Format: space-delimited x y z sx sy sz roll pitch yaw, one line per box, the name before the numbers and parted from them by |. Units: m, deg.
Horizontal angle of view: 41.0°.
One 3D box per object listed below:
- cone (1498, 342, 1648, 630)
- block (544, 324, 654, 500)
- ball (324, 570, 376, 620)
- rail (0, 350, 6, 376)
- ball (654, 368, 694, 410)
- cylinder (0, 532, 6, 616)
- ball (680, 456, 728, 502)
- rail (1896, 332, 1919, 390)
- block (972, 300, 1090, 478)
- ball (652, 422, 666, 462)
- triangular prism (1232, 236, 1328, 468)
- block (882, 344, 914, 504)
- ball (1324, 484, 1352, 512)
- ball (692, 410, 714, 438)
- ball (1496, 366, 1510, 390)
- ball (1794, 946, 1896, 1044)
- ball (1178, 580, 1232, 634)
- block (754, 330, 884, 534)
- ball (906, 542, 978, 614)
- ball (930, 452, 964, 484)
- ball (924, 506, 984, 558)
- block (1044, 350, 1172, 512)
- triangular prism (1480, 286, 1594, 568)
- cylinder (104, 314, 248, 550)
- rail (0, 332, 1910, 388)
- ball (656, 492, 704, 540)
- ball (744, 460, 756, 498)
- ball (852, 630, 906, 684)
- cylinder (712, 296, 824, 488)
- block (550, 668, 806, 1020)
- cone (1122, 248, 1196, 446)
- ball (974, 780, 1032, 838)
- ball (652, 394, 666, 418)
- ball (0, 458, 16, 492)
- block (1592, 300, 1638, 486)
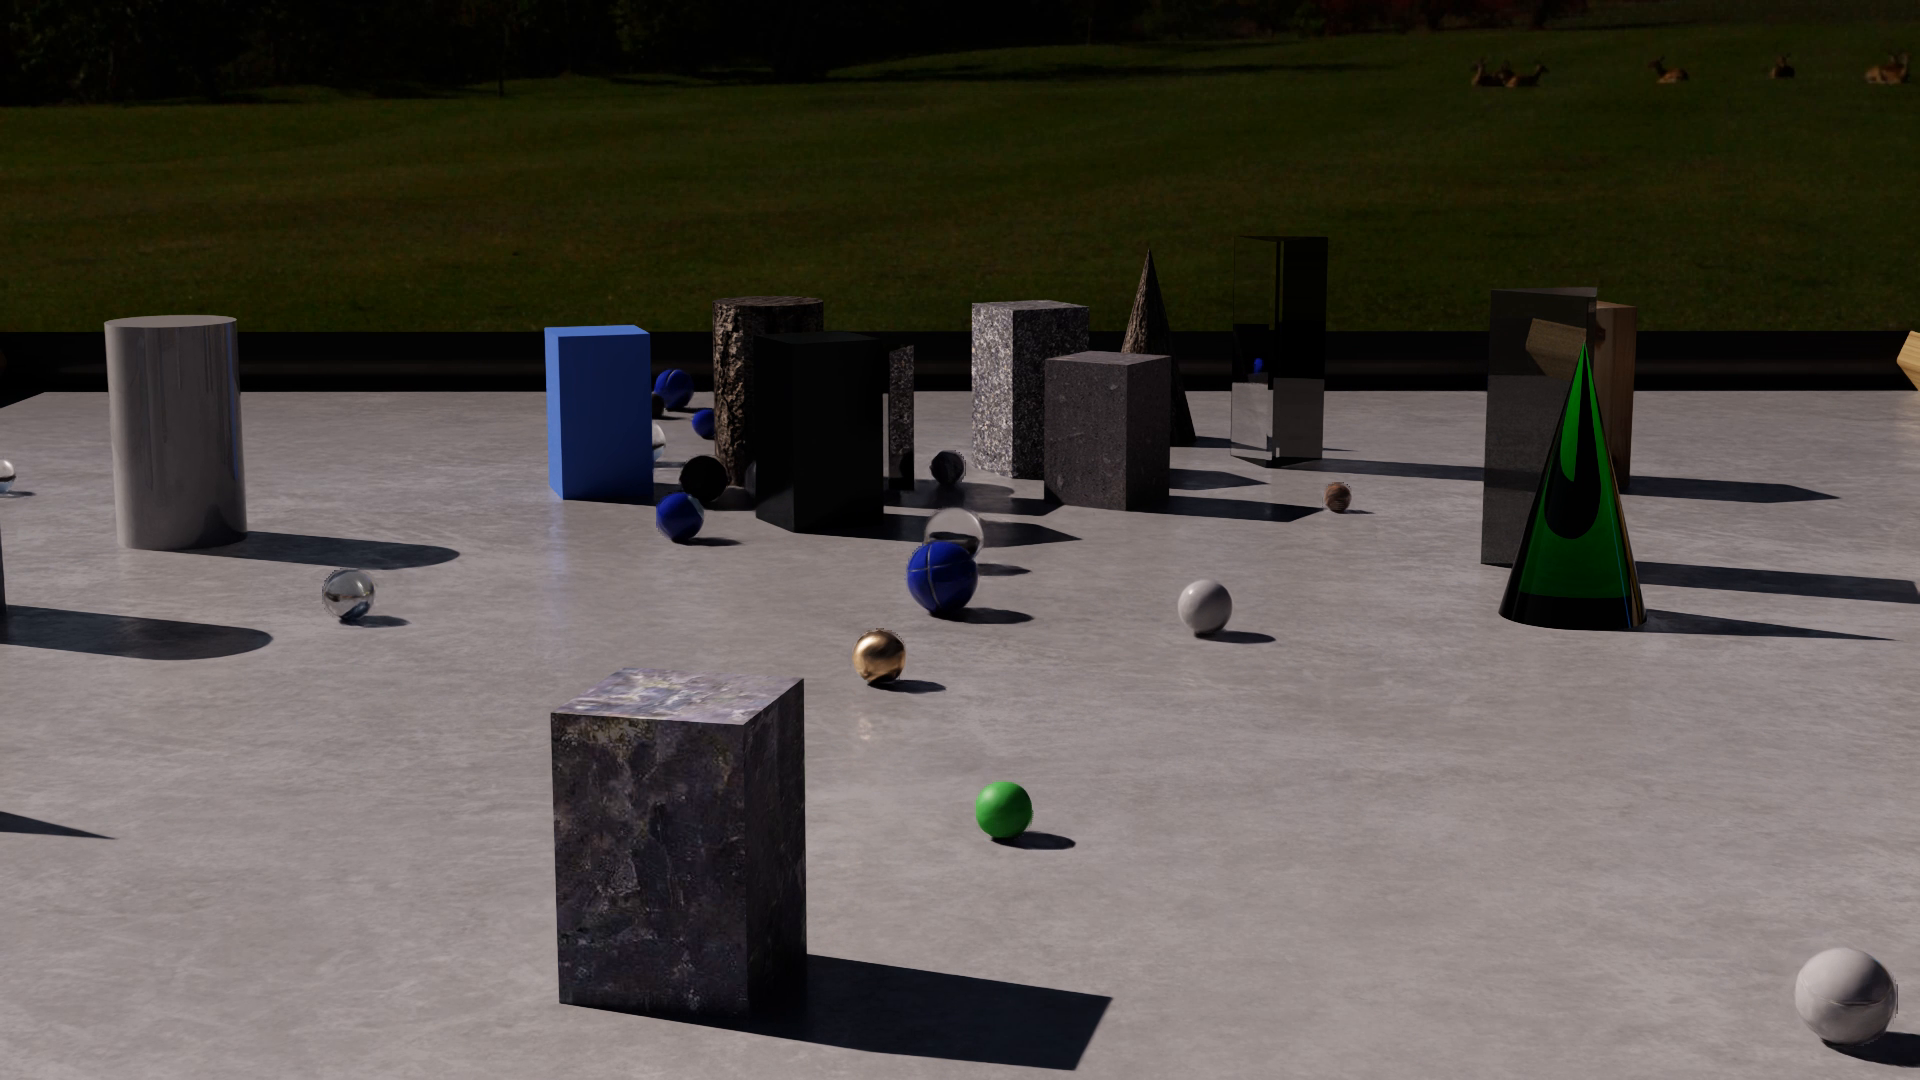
cone | 0.820 -0.081 3.402 0.194 0.369 0.194 0 11 0
block | -0.621 -0.222 4.414 0.156 0.277 0.156 -3 11 -17
ball | -0.810 0.072 3.403 0.067 0.067 0.067 0 11 0
rail | -2.156 0.035 3.437 0.045 0.126 4.862 0 11 0
ball | -0.610 -0.322 5.476 0.086 0.086 0.086 0 11 0
cylinder | -1.379 -0.086 3.396 0.194 0.381 0.194 0 11 0
ball | -0.431 -0.103 4.316 0.078 0.078 0.078 0 11 0
rail | 2.156 0.030 3.461 0.045 0.126 4.862 0 11 0
block | 0.126 -0.275 4.640 0.156 0.299 0.156 -5 12 -27
ball | -0.582 -0.180 4.728 0.080 0.080 0.080 0 11 0
triangular prism | 0.566 -0.353 4.750 0.146 0.412 0.168 9 14 41
block | -0.179 -0.201 4.366 0.156 0.253 0.156 4 11 20
ball | 0.623 -0.070 4.229 0.044 0.044 0.044 0 11 0
ball | -0.502 -0.230 5.067 0.054 0.054 0.054 0 11 0
ball | 1.239 -0.366 5.796 0.056 0.056 0.056 0 11 0
ball | 0.666 0.343 1.930 0.073 0.073 0.073 0 11 0
ball | 0.317 0.087 3.313 0.071 0.071 0.071 0 11 0
block | -0.227 -0.176 4.110 0.156 0.298 0.156 -5 12 -27
ball | -0.024 0.050 3.442 0.097 0.097 0.097 0 11 0
ball | -0.023 -0.126 4.498 0.058 0.058 0.058 0 11 0
ball | -0.009 -0.004 3.757 0.088 0.088 0.088 0 11 0
block | 0.248 -0.186 4.313 0.156 0.242 0.156 7 12 31
triangular prism | 0.880 -0.163 3.747 0.168 0.404 0.146 10 15 44
cylinder | -1.207 -0.168 3.954 0.194 0.339 0.194 0 11 0
rail | -0.014 -0.407 5.816 4.359 0.126 0.045 0 11 0
ball | -0.432 -0.037 3.970 0.074 0.074 0.074 0 11 0
ball | -0.321 -0.102 4.304 0.081 0.081 0.081 0 11 0
ball | -0.096 0.139 3.051 0.064 0.064 0.064 0 11 0
cylinder | -0.337 -0.264 4.531 0.194 0.316 0.194 0 11 0
block | -0.221 0.238 2.050 0.156 0.235 0.156 3 11 13
cone | 0.367 -0.384 5.009 0.194 0.378 0.194 0 11 0
ball | 0.041 0.257 2.442 0.055 0.055 0.055 0 11 0
ball | -0.640 -0.280 5.348 0.050 0.050 0.050 0 11 0
ball | -1.654 -0.111 4.406 0.060 0.060 0.060 0 11 0
block | 1.072 -0.258 4.508 0.156 0.313 0.156 -3 11 -18
